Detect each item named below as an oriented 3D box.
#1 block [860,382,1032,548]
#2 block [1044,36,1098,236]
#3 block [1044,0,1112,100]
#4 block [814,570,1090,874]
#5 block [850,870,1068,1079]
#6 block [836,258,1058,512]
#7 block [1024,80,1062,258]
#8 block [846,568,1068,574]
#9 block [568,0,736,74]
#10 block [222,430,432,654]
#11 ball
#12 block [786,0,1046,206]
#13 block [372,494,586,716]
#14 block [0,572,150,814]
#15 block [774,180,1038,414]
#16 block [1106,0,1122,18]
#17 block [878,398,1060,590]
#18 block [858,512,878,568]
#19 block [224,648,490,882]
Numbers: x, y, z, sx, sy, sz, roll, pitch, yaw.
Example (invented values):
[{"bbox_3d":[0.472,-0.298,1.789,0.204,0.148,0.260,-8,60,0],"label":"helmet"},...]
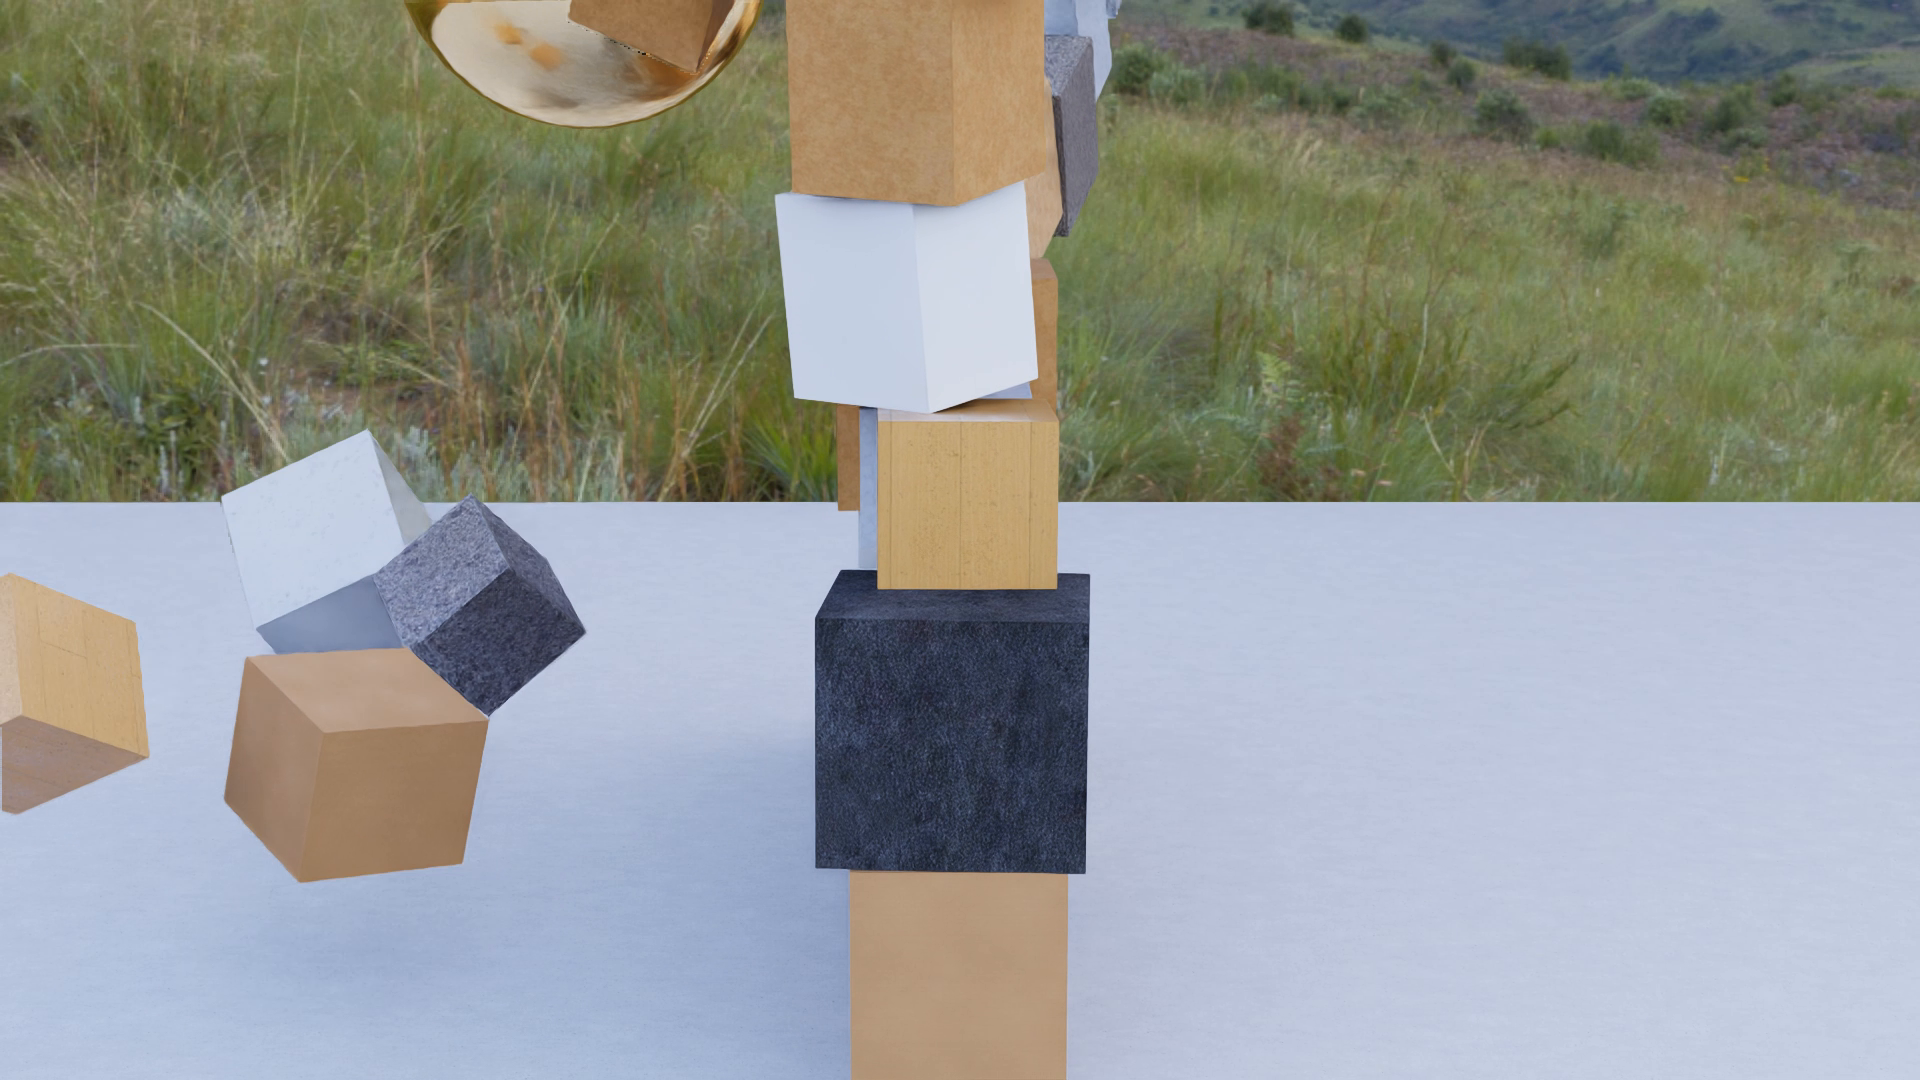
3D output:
[{"bbox_3d":[-0.054,-0.311,10.195,0.673,0.549,0.627,0,14,-1],"label":"block"},{"bbox_3d":[0.235,-2.089,13.170,0.784,0.762,0.773,4,34,14],"label":"block"},{"bbox_3d":[0.359,-2.726,13.600,0.709,0.783,0.651,2,36,16],"label":"block"},{"bbox_3d":[-0.007,0.630,9.217,0.934,0.883,0.904,1,10,3],"label":"block"},{"bbox_3d":[-0.004,1.466,9.295,0.754,0.790,0.787,0,10,0],"label":"block"},{"bbox_3d":[-0.057,-0.678,10.923,0.899,0.955,0.913,0,11,0],"label":"block"},{"bbox_3d":[0.058,-1.774,12.532,0.701,0.729,0.683,2,33,15],"label":"block"},{"bbox_3d":[-0.017,0.563,10.153,0.909,0.739,0.923,0,10,1],"label":"block"},{"bbox_3d":[-1.048,-2.208,9.424,0.508,0.585,0.608,23,51,-2],"label":"block"},{"bbox_3d":[-3.080,0.154,12.888,0.805,0.796,0.892,-25,53,-2],"label":"block"},{"bbox_3d":[-1.569,-2.527,10.721,1.600,1.600,1.600,0,10,0],"label":"ball"},{"bbox_3d":[-0.150,-1.708,9.354,0.664,0.811,0.739,8,21,26],"label":"block"},{"bbox_3d":[-2.261,0.305,12.068,0.615,0.599,0.616,-40,44,3],"label":"block"},{"bbox_3d":[-3.656,0.607,9.910,0.670,0.588,0.684,-22,-26,17],"label":"block"},{"bbox_3d":[-0.197,-0.954,9.693,0.693,0.778,0.627,9,20,40],"label":"block"},{"bbox_3d":[0.556,-3.362,14.006,0.760,0.673,0.808,8,37,11],"label":"block"},{"bbox_3d":[0.017,-0.182,9.529,0.647,0.609,0.683,0,10,-2],"label":"block"},{"bbox_3d":[-0.012,0.176,11.014,0.802,0.755,0.884,0,11,1],"label":"block"},{"bbox_3d":[-2.416,0.881,10.244,0.709,0.636,0.718,-2,23,-40],"label":"block"}]
